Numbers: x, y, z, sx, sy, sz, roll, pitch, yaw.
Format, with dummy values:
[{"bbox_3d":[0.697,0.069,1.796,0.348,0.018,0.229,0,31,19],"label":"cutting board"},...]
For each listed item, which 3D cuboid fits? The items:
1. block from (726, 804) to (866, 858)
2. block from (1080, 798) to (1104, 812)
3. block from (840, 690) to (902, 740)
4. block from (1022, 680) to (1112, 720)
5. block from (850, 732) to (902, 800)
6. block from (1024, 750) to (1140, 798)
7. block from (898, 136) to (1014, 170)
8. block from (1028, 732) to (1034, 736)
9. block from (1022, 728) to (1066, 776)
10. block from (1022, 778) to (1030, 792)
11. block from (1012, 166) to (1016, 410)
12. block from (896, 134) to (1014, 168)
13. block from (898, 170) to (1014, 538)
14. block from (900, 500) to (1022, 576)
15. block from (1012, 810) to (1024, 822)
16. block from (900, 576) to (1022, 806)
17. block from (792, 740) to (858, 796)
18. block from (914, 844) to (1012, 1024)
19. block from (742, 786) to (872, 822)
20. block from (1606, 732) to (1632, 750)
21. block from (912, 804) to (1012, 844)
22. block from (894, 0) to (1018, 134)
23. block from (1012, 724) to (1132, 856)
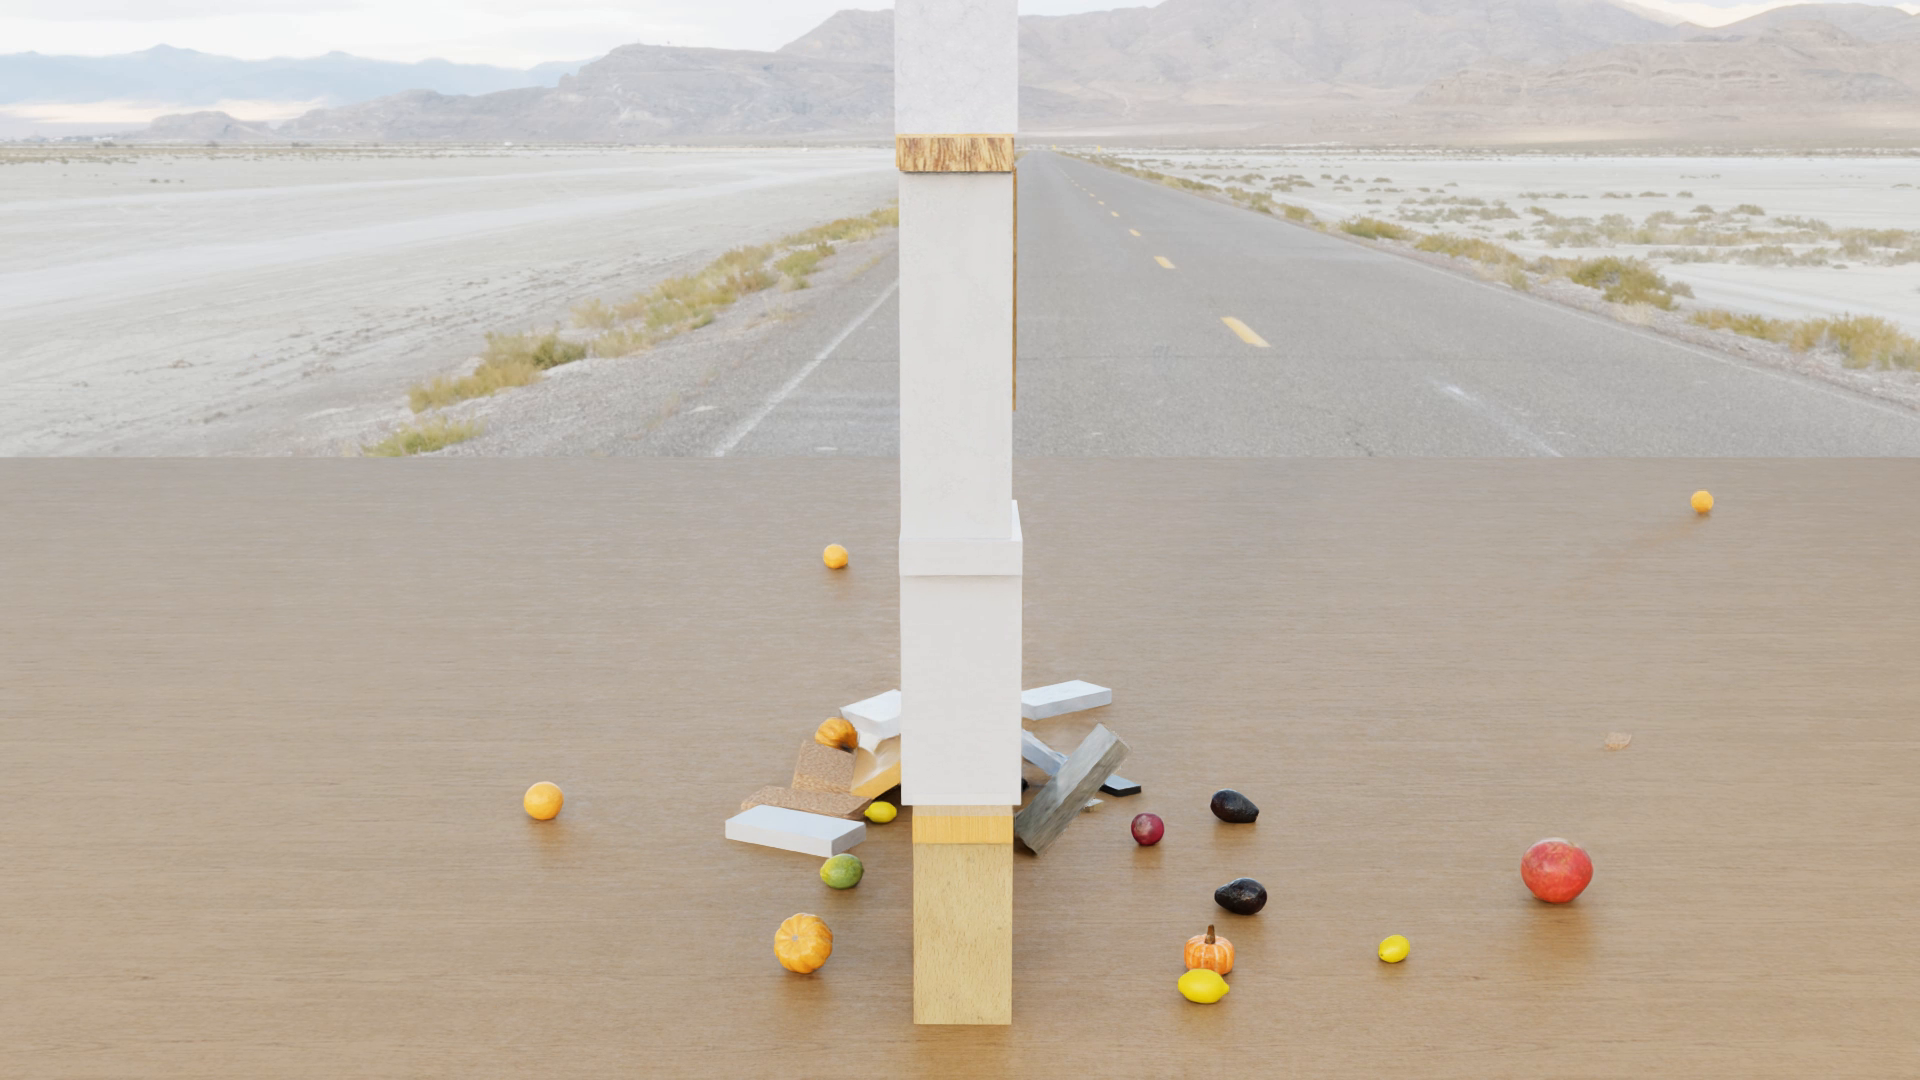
[{"bbox_3d":[-0.295,0.522,3.948,0.227,0.032,0.113,6,12,29],"label":"block"},{"bbox_3d":[0.220,0.495,4.146,0.091,0.013,0.045,8,13,37],"label":"block"},{"bbox_3d":[-0.140,0.346,4.387,0.122,0.035,0.244,-18,9,-20],"label":"block"},{"bbox_3d":[0.213,0.353,4.858,0.227,0.032,0.113,-8,13,-38],"label":"block"},{"bbox_3d":[-0.144,0.402,4.397,0.122,0.035,0.594,-32,8,5],"label":"block"},{"bbox_3d":[0.239,0.457,4.340,0.055,0.016,0.313,-7,12,-32],"label":"block"},{"bbox_3d":[-0.005,-0.536,3.046,0.152,0.043,0.304,0,11,0],"label":"block"},{"bbox_3d":[0.057,0.406,4.448,0.109,0.031,0.219,-4,-1,-21],"label":"block"},{"bbox_3d":[0.137,0.402,4.260,0.216,0.031,0.108,34,3,27],"label":"block"},{"bbox_3d":[0.073,0.428,4.039,0.055,0.110,0.016,-39,5,-11],"label":"block"},{"bbox_3d":[-0.002,-0.375,3.288,0.171,0.360,0.048,0,11,-1],"label":"block"},{"bbox_3d":[-0.007,-0.598,3.367,0.171,0.048,0.342,0,11,0],"label":"block"},{"bbox_3d":[-0.005,-0.251,2.994,0.152,0.497,0.043,0,11,1],"label":"block"},{"bbox_3d":[0.001,-0.006,3.165,0.168,0.048,0.337,0,11,0],"label":"block"},{"bbox_3d":[0.139,0.509,4.066,0.050,0.014,0.101,10,15,44],"label":"block"},{"bbox_3d":[0.002,0.203,3.090,0.168,0.337,0.048,0,11,0],"label":"block"},{"bbox_3d":[-0.261,0.447,4.261,0.113,0.032,0.227,17,10,-3],"label":"block"},{"bbox_3d":[0.004,0.549,3.125,0.139,0.278,0.039,0,11,0],"label":"block"},{"bbox_3d":[-0.285,0.497,4.086,0.216,0.031,0.108,4,11,20],"label":"block"},{"bbox_3d":[1.367,0.418,4.562,0.045,0.013,0.091,4,11,22],"label":"block"},{"bbox_3d":[0.004,0.376,3.188,0.139,0.039,0.278,0,11,0],"label":"block"},{"bbox_3d":[-0.006,-0.779,3.225,0.180,0.360,0.051,0,11,0],"label":"block"},{"bbox_3d":[0.196,0.441,3.902,0.035,0.244,0.122,41,-1,-14],"label":"block"}]
